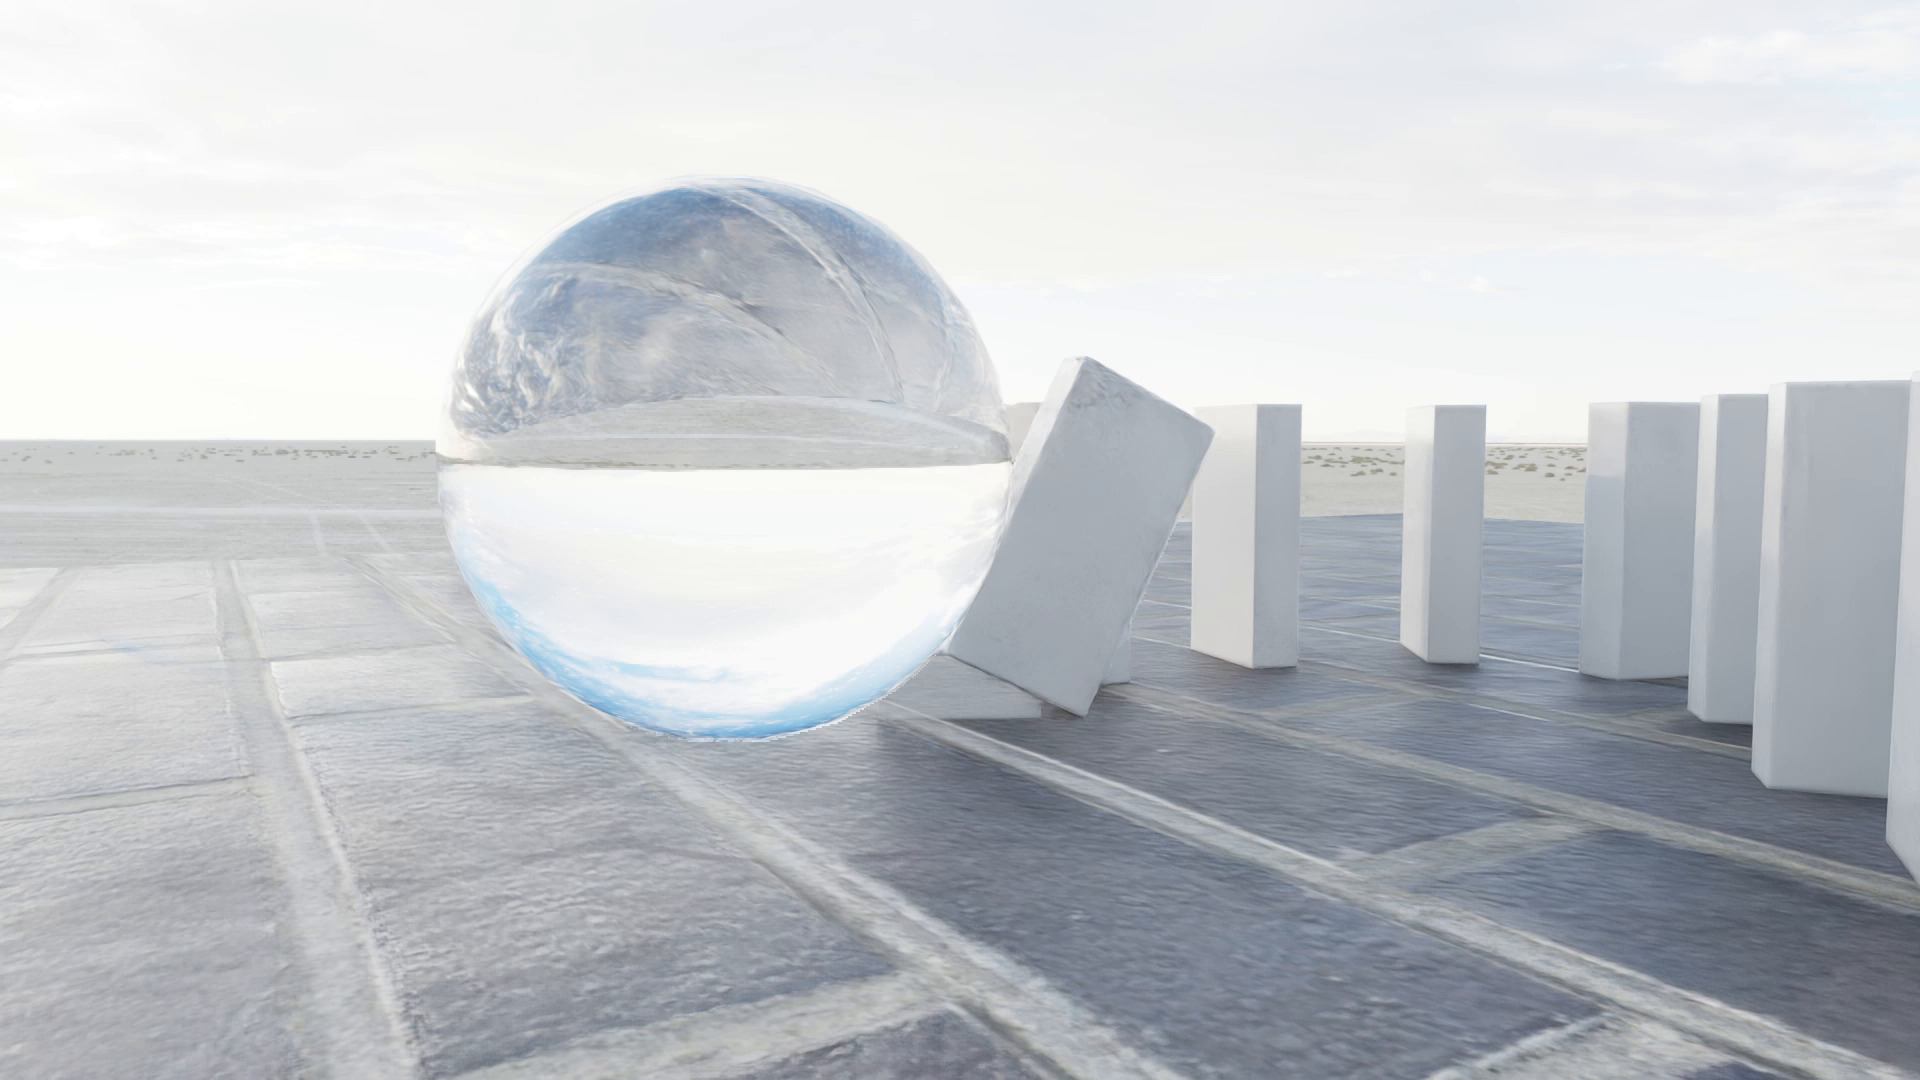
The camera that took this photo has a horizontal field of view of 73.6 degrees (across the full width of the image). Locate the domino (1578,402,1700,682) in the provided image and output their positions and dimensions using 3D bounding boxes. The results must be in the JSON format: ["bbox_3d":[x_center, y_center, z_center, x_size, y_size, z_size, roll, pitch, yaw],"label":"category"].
[{"bbox_3d":[0.129,0.000,0.236,0.025,0.050,0.010,-1,4,-17],"label":"domino"}]

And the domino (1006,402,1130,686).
[{"bbox_3d":[0.019,0.000,0.235,0.010,0.050,0.025,-3,5,-37],"label":"domino"}]

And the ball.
[{"bbox_3d":[-0.033,-0.011,0.185,0.080,0.080,0.080,0,4,0],"label":"ball"}]

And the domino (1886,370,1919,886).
[{"bbox_3d":[0.098,0.008,0.123,0.009,0.050,0.025,2,5,26],"label":"domino"}]

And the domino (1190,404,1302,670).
[{"bbox_3d":[0.056,-0.001,0.254,0.009,0.050,0.025,-1,4,-17],"label":"domino"}]

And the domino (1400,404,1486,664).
[{"bbox_3d":[0.097,-0.002,0.259,0.009,0.050,0.025,1,4,7],"label":"domino"}]

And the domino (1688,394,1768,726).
[{"bbox_3d":[0.127,0.003,0.195,0.025,0.050,0.009,1,4,16],"label":"domino"}]

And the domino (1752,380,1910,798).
[{"bbox_3d":[0.113,0.006,0.156,0.025,0.050,0.009,2,5,21],"label":"domino"}]

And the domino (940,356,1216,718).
[{"bbox_3d":[0.018,-0.001,0.201,0.025,0.050,0.010,26,-4,-18],"label":"domino"}]
